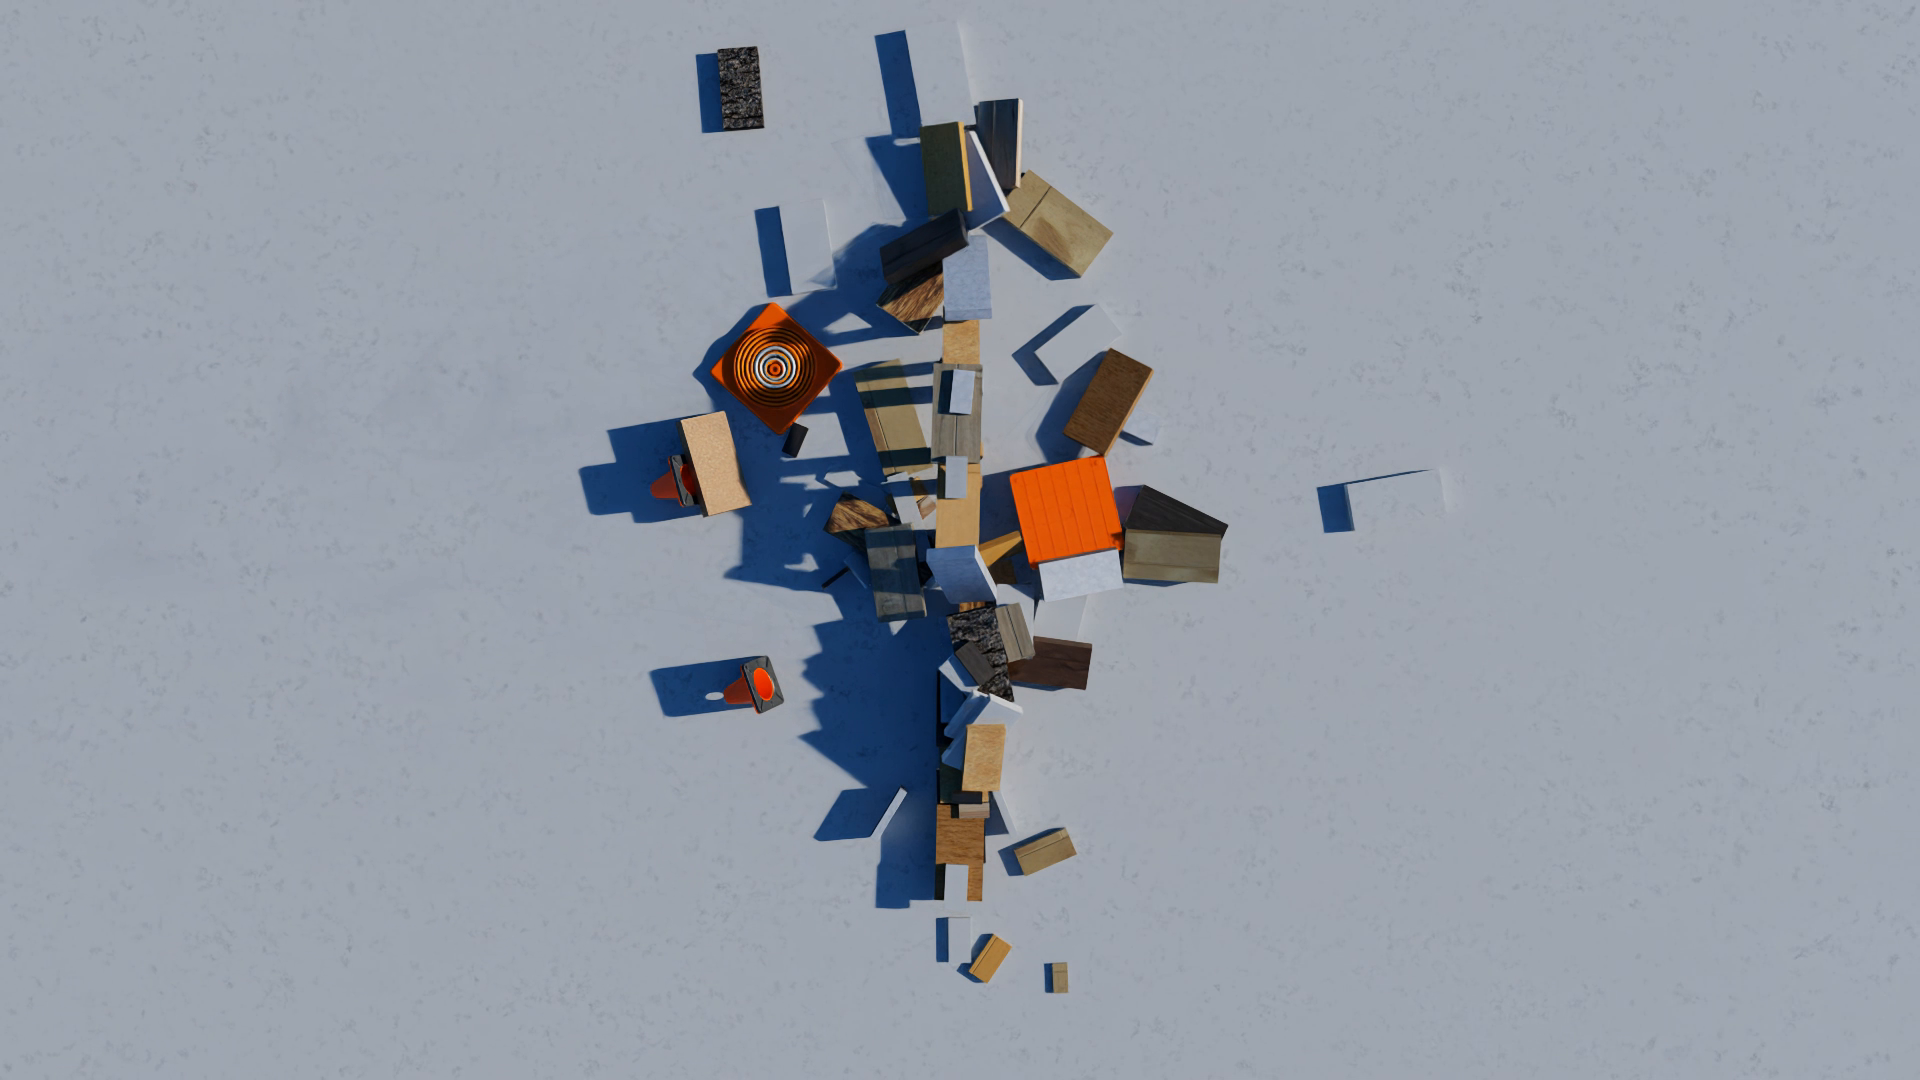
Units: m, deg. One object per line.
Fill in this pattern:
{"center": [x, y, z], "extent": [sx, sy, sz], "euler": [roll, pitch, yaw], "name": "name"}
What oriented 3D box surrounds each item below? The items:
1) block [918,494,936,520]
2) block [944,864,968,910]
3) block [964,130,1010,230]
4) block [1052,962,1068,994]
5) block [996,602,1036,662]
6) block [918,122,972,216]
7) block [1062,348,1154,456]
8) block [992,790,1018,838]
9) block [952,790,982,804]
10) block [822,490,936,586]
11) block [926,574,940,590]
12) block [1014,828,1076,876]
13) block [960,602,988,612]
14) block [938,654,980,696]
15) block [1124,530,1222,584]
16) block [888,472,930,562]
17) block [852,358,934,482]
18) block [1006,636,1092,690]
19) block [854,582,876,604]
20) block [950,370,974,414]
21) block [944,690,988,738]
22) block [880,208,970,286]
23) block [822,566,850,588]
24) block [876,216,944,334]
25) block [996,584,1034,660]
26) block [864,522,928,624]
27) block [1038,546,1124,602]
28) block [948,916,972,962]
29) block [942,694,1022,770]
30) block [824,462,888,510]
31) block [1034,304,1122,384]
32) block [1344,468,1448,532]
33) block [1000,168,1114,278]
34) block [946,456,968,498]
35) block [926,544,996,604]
{"center": [-0.131, -0.095, 5.492], "extent": [0.106, 0.015, 0.053], "euler": [-41, 90, 0], "name": "block"}
{"center": [-0.013, 1.136, 5.401], "extent": [0.074, 0.021, 0.148], "euler": [3, 90, 0], "name": "block"}
{"center": [0.043, -1.184, 5.440], "extent": [0.143, 0.041, 0.286], "euler": [-24, 90, 32], "name": "block"}
{"center": [0.334, 1.458, 5.493], "extent": [0.050, 0.014, 0.099], "euler": [-3, 90, 0], "name": "block"}
{"center": [0.175, 0.300, 5.365], "extent": [0.091, 0.026, 0.182], "euler": [-14, 68, -7], "name": "block"}
{"center": [-0.047, -1.221, 5.426], "extent": [0.143, 0.041, 0.286], "euler": [-2, 102, 24], "name": "block"}
{"center": [0.491, -0.455, 5.454], "extent": [0.162, 0.046, 0.324], "euler": [29, 90, 18], "name": "block"}
{"center": [0.145, 0.888, 5.453], "extent": [0.027, 0.094, 0.187], "euler": [-22, 90, 0], "name": "block"}
{"center": [0.023, 0.838, 5.368], "extent": [0.099, 0.014, 0.050], "euler": [2, 132, 1], "name": "block"}
{"center": [-0.246, -0.005, 5.479], "extent": [0.396, 0.043, 0.150], "euler": [28, 90, 0], "name": "block"}
{"center": [-0.034, 0.096, 5.403], "extent": [0.091, 0.182, 0.026], "euler": [-19, 69, -43], "name": "block"}
{"center": [0.284, 1.037, 5.487], "extent": [0.187, 0.027, 0.094], "euler": [-23, 90, 0], "name": "block"}
{"center": [0.046, 0.300, 5.411], "extent": [0.093, 0.026, 0.259], "euler": [0, 66, -1], "name": "block"}
{"center": [0.003, 0.435, 5.292], "extent": [0.135, 0.019, 0.068], "euler": [45, 93, -4], "name": "block"}
{"center": [0.699, 0.054, 5.439], "extent": [0.311, 0.044, 0.156], "euler": [3, 106, 7], "name": "block"}
{"center": [-0.163, -0.074, 5.446], "extent": [0.068, 0.019, 0.300], "euler": [-18, 91, 0], "name": "block"}
{"center": [-0.222, -0.398, 5.477], "extent": [0.162, 0.046, 0.377], "euler": [-17, 90, 0], "name": "block"}
{"center": [0.277, 0.399, 5.449], "extent": [0.301, 0.043, 0.150], "euler": [8, 109, 2], "name": "block"}
{"center": [-0.290, 0.179, 5.491], "extent": [0.121, 0.017, 0.060], "euler": [13, 90, 0], "name": "block"}
{"center": [0.007, -0.461, 5.138], "extent": [0.067, 0.019, 0.134], "euler": [6, 90, 0], "name": "block"}
{"center": [0.036, 0.571, 5.309], "extent": [0.093, 0.026, 0.186], "euler": [23, 117, -21], "name": "block"}
{"center": [-0.118, -0.957, 5.383], "extent": [0.297, 0.042, 0.149], "euler": [-25, 48, 18], "name": "block"}
{"center": [-0.412, 0.125, 5.473], "extent": [0.106, 0.053, 0.015], "euler": [-37, 90, 0], "name": "block"}
{"center": [-0.107, -0.878, 5.475], "extent": [0.176, 0.050, 0.353], "euler": [34, 90, 0], "name": "block"}
{"center": [0.179, 0.267, 5.412], "extent": [0.123, 0.035, 0.247], "euler": [2, 67, 0], "name": "block"}
{"center": [-0.212, 0.108, 5.431], "extent": [0.158, 0.045, 0.315], "euler": [-7, 99, 10], "name": "block"}
{"center": [0.395, 0.114, 5.421], "extent": [0.265, 0.037, 0.132], "euler": [-11, 105, -4], "name": "block"}
{"center": [-0.001, 1.331, 5.490], "extent": [0.074, 0.021, 0.148], "euler": [-1, 90, 0], "name": "block"}
{"center": [0.071, 0.628, 5.314], "extent": [0.123, 0.035, 0.291], "euler": [25, 117, -22], "name": "block"}
{"center": [-0.339, -0.177, 5.491], "extent": [0.226, 0.017, 0.060], "euler": [28, 90, 0], "name": "block"}
{"center": [0.392, -0.653, 5.481], "extent": [0.265, 0.037, 0.132], "euler": [-38, 90, 0], "name": "block"}
{"center": [1.446, -0.133, 5.478], "extent": [0.311, 0.044, 0.156], "euler": [-10, 90, 0], "name": "block"}
{"center": [0.315, -1.050, 5.475], "extent": [0.353, 0.050, 0.176], "euler": [37, 90, 0], "name": "block"}
{"center": [-0.011, -0.197, 5.156], "extent": [0.067, 0.019, 0.134], "euler": [1, 111, 0], "name": "block"}
{"center": [0.008, 0.113, 5.299], "extent": [0.158, 0.315, 0.045], "euler": [-5, 62, 13], "name": "block"}
